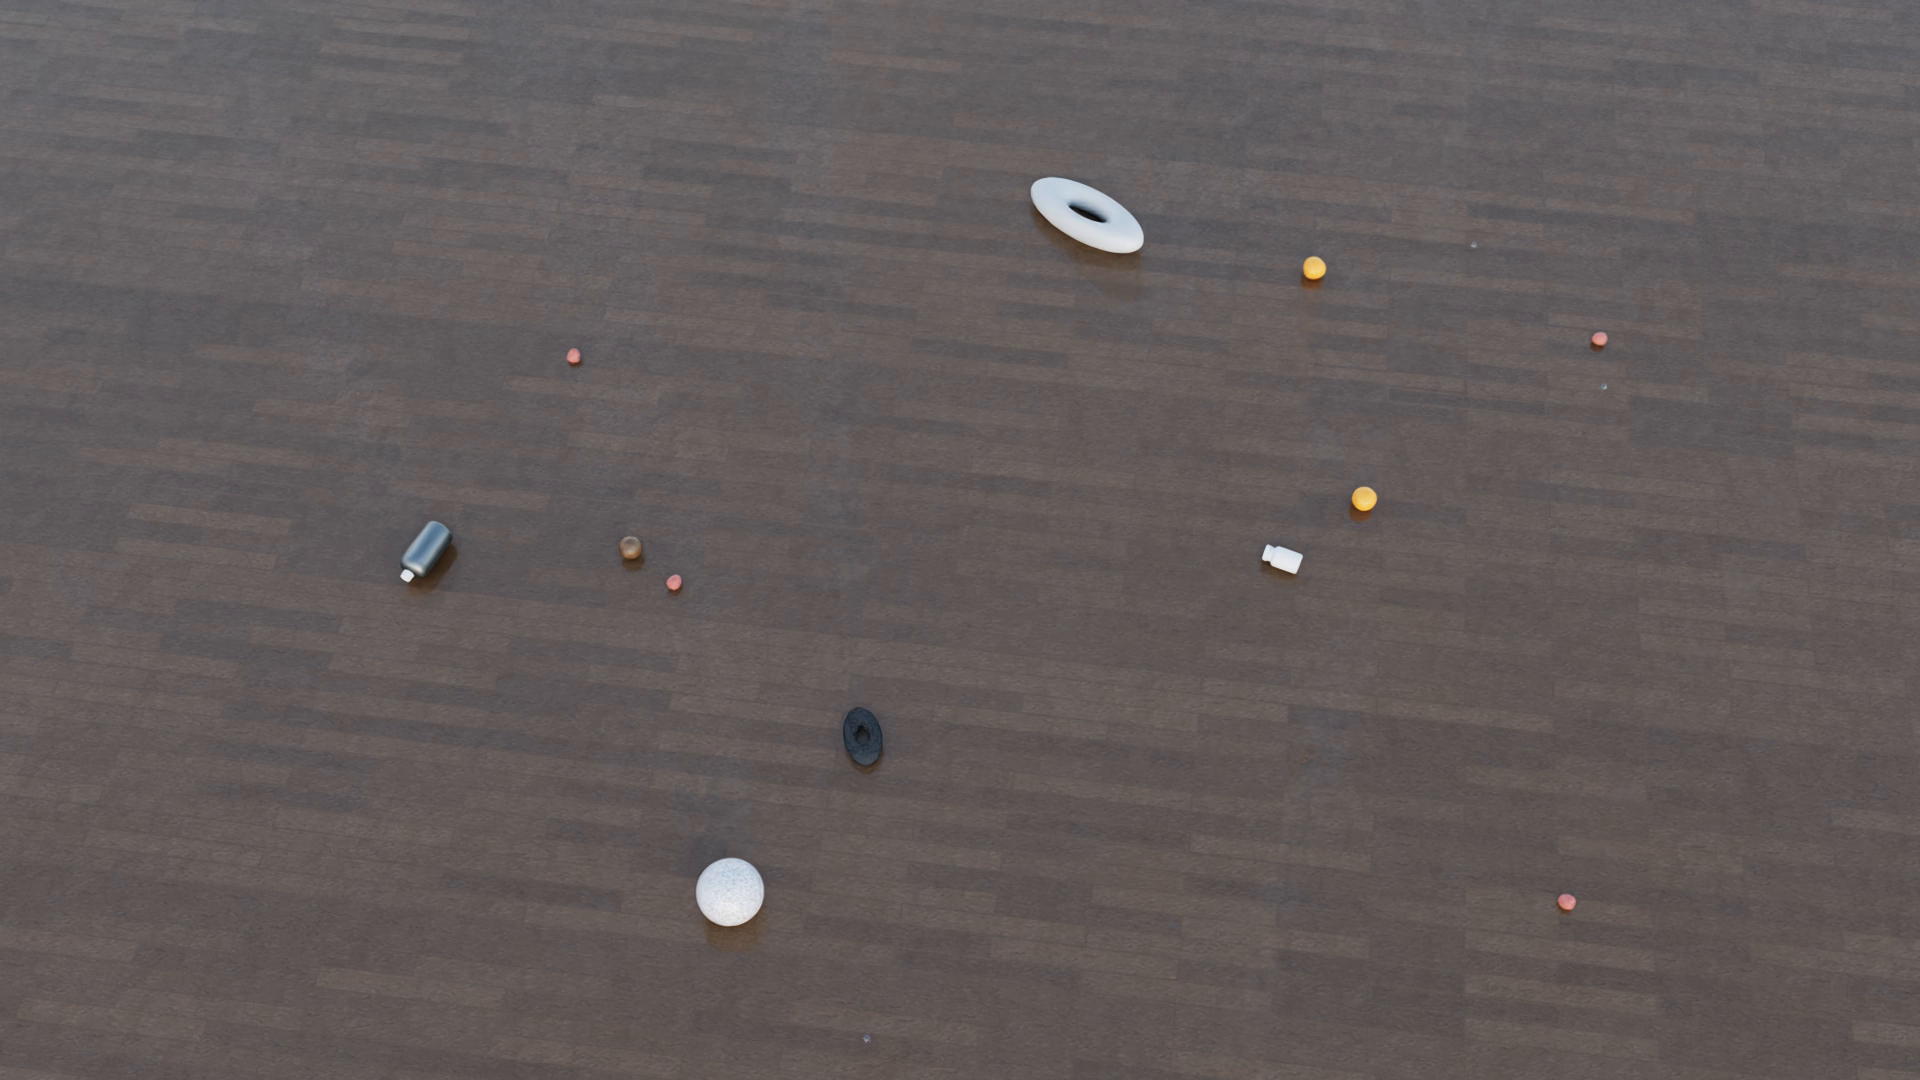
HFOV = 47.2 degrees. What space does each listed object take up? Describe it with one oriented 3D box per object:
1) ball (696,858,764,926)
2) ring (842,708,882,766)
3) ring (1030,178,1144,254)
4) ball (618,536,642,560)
[{"bbox_3d":[-0.610,0.934,5.838,0.180,0.180,0.180,0,56,0],"label":"ball"},{"bbox_3d":[-0.273,0.551,6.175,0.110,0.050,0.184,-10,58,-5],"label":"ring"},{"bbox_3d":[0.417,-1.069,7.236,0.440,0.094,0.189,32,61,20],"label":"ring"},{"bbox_3d":[-0.976,0.022,6.517,0.069,0.069,0.069,0,56,0],"label":"ball"}]
